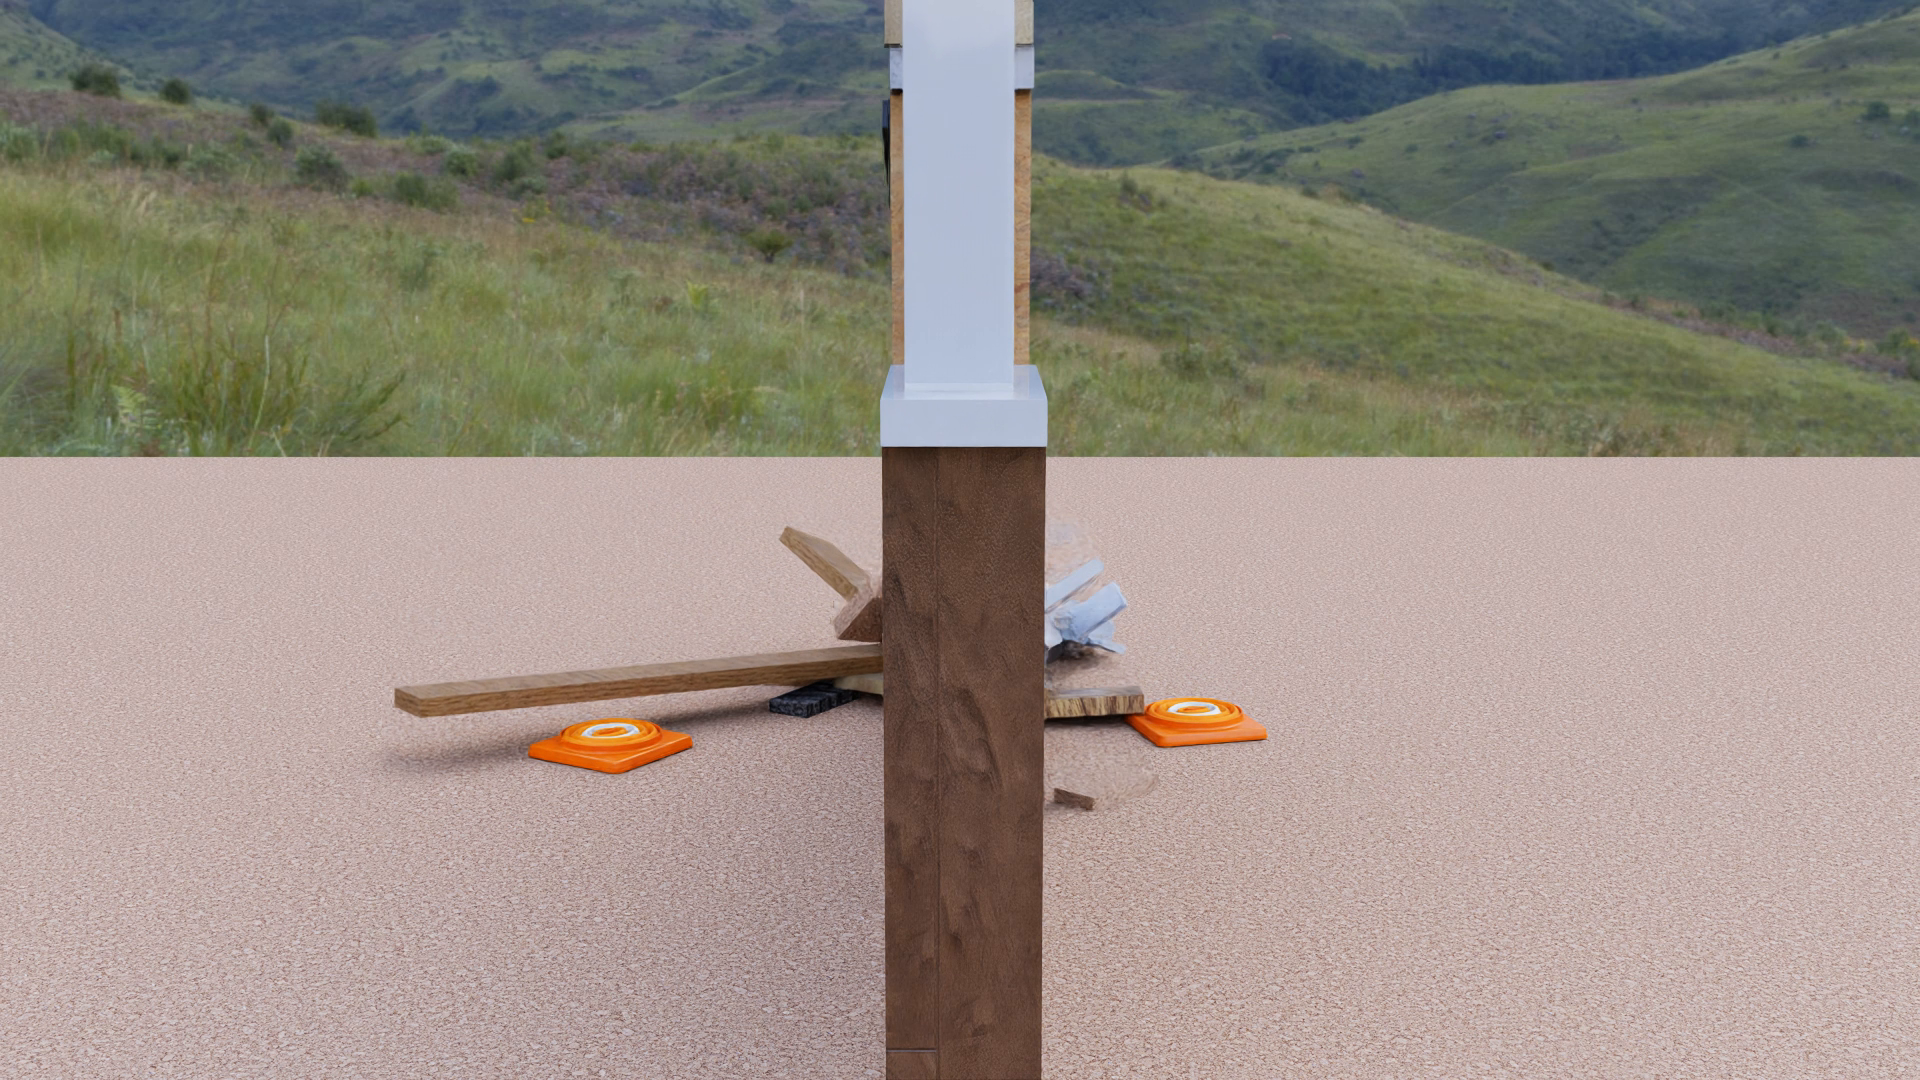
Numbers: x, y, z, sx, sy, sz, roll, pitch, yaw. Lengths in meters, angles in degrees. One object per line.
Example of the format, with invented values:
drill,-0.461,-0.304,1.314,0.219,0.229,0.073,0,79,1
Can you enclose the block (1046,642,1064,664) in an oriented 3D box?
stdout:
block,0.140,0.243,4.978,0.145,0.041,0.290,11,1,10

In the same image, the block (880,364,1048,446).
block,0.004,-0.156,2.498,0.176,0.050,0.353,0,10,0

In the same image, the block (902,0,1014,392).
block,-0.001,-0.400,2.369,0.118,0.477,0.034,0,10,0

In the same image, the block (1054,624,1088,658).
block,0.223,0.228,5.189,0.135,0.038,0.269,12,-10,0

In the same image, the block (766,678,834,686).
block,-0.359,0.304,5.102,0.275,0.039,0.138,2,11,10

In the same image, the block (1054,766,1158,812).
block,0.280,0.476,4.208,0.096,0.027,0.192,10,14,43

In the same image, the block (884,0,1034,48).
block,-0.002,-0.773,2.634,0.178,0.355,0.050,0,7,0

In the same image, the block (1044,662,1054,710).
block,0.127,0.300,4.791,0.145,0.041,0.479,10,5,2

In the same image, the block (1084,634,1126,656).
block,0.294,0.241,5.356,0.068,0.019,0.291,25,-7,-29

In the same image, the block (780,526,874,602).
block,-0.165,0.173,5.090,0.142,0.040,0.879,22,10,-38

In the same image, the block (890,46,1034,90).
block,0.000,-0.599,2.812,0.173,0.049,0.346,0,11,-1

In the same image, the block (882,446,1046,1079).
block,0.004,0.344,2.471,0.176,0.922,0.050,0,11,0

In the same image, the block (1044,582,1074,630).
block,0.173,0.116,5.088,0.126,0.036,0.253,38,6,-22

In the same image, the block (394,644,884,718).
block,-0.611,0.294,4.709,1.195,0.039,0.138,-3,8,-35

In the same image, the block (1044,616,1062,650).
block,0.154,0.166,4.860,0.036,0.126,0.253,-30,8,-8

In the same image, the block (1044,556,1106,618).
block,0.175,0.106,4.039,0.192,0.027,0.096,-33,-10,-25

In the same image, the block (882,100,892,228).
block,-0.014,-0.432,3.359,0.171,0.048,0.661,-1,-30,1

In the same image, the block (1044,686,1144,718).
block,0.256,0.352,4.754,0.275,0.039,0.138,-4,4,1

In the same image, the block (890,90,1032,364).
block,0.001,-0.370,2.772,0.173,0.383,0.049,0,19,0

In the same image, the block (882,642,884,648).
block,-0.067,0.225,4.161,0.131,0.037,0.298,-35,-23,-10

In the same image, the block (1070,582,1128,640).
block,0.312,0.162,5.026,0.019,0.136,0.068,37,21,-50

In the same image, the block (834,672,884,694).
block,-0.171,0.318,4.889,0.203,0.029,0.101,6,8,35

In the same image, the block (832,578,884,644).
block,-0.092,0.164,4.767,0.328,0.046,0.164,7,-39,-34

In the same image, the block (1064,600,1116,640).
block,0.264,0.180,5.433,0.142,0.040,0.283,15,6,-20

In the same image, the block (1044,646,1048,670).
block,0.103,0.225,4.685,0.145,0.041,0.290,10,-10,9

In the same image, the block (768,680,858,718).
block,-0.323,0.352,4.872,0.101,0.029,0.203,6,12,30
